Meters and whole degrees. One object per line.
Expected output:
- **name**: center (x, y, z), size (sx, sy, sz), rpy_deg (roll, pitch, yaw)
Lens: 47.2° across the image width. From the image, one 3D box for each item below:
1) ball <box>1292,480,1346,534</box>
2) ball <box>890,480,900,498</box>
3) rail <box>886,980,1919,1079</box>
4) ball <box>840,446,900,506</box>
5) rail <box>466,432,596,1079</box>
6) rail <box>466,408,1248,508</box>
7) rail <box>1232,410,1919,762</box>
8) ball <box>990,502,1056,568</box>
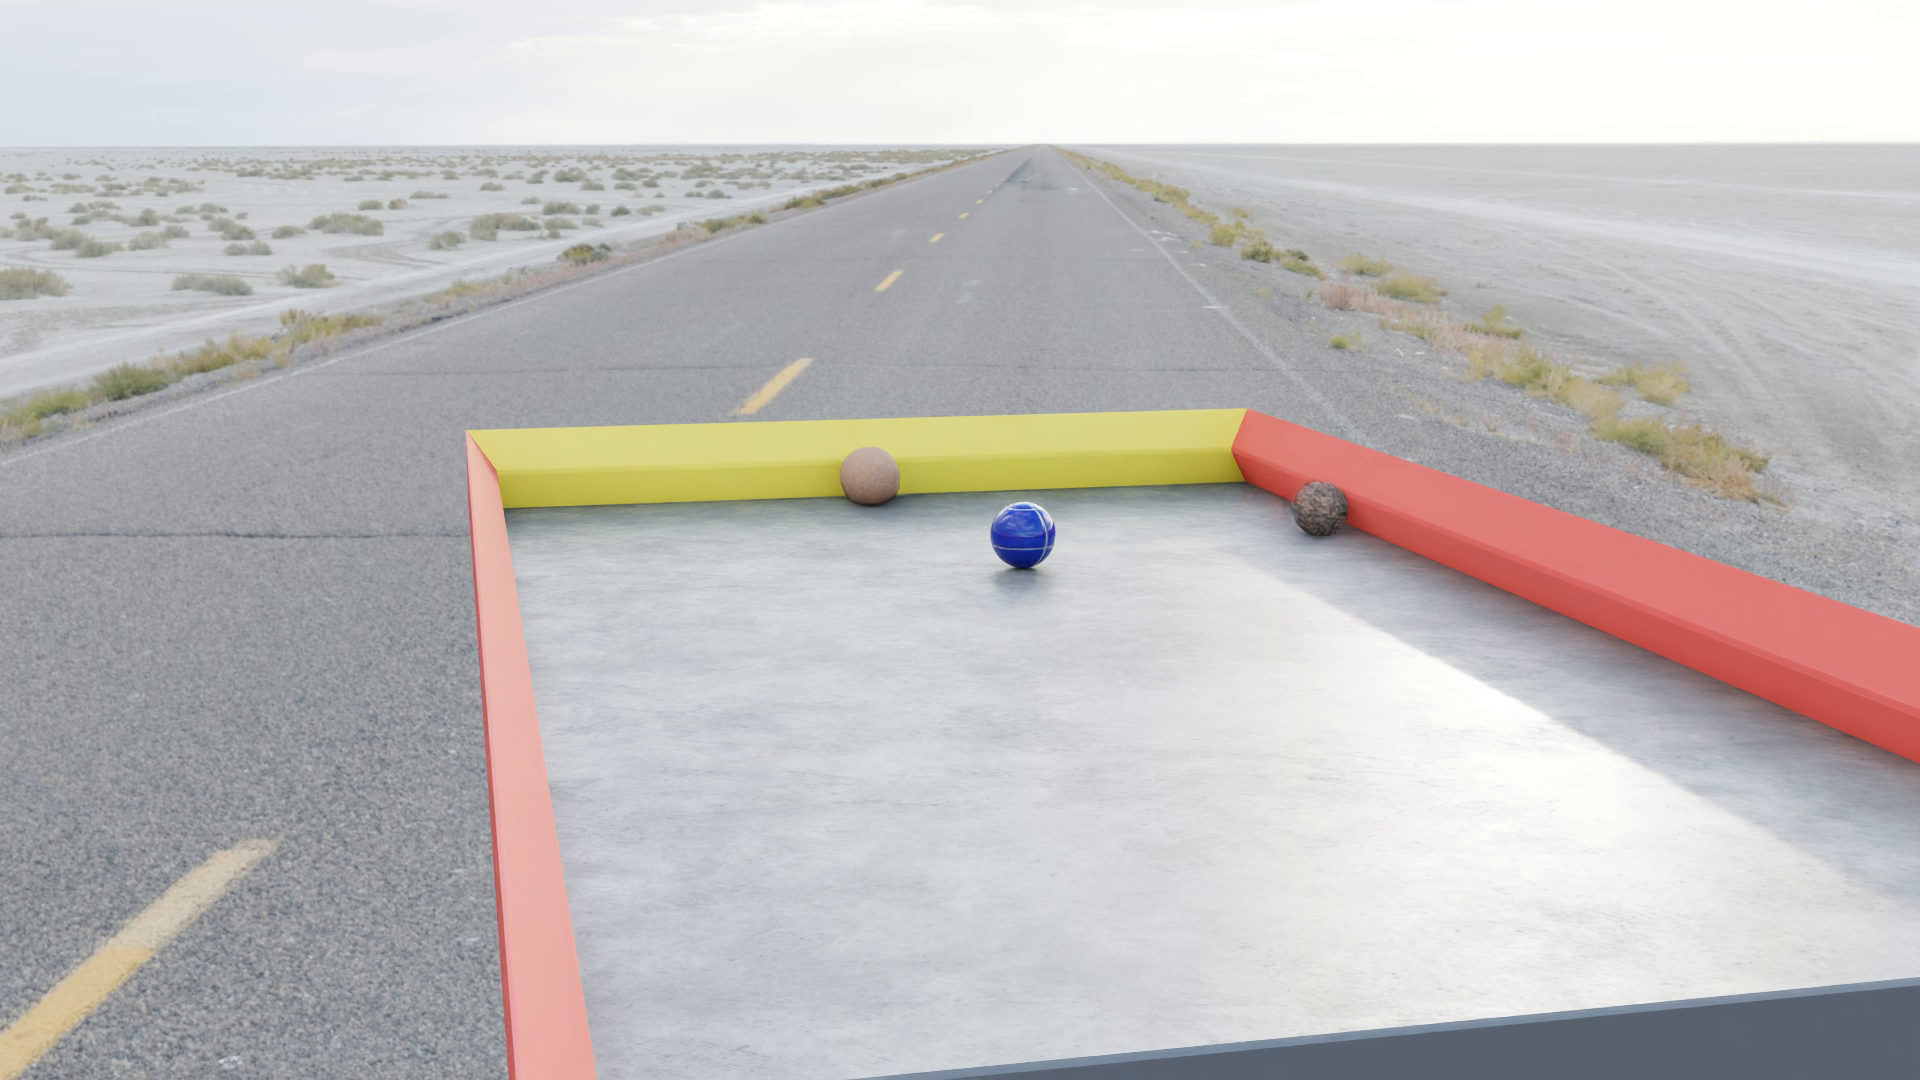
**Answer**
- **ball**: center (0.540, -0.048, 3.308), size (0.081, 0.081, 0.081), rpy_deg (0, 10, 0)
- **ball**: center (-0.123, -0.092, 3.645), size (0.048, 0.048, 0.048), rpy_deg (0, 10, 0)
- **rail**: center (0.433, 0.303, 1.217), size (1.327, 0.126, 0.045), rpy_deg (-2, 10, -13)
- **ball**: center (-0.147, -0.104, 3.574), size (0.097, 0.097, 0.097), rpy_deg (0, 10, 0)
- **rail**: center (-0.477, 0.109, 2.296), size (0.045, 0.126, 2.594), rpy_deg (-2, 10, -13)
- **rail**: center (-0.141, -0.135, 3.659), size (1.327, 0.126, 0.045), rpy_deg (-2, 10, -13)
- **rail**: center (0.770, 0.058, 2.580), size (0.045, 0.126, 2.594), rpy_deg (-2, 10, -13)
- **ball**: center (0.087, -0.007, 3.046), size (0.092, 0.092, 0.092), rpy_deg (0, 10, 0)
